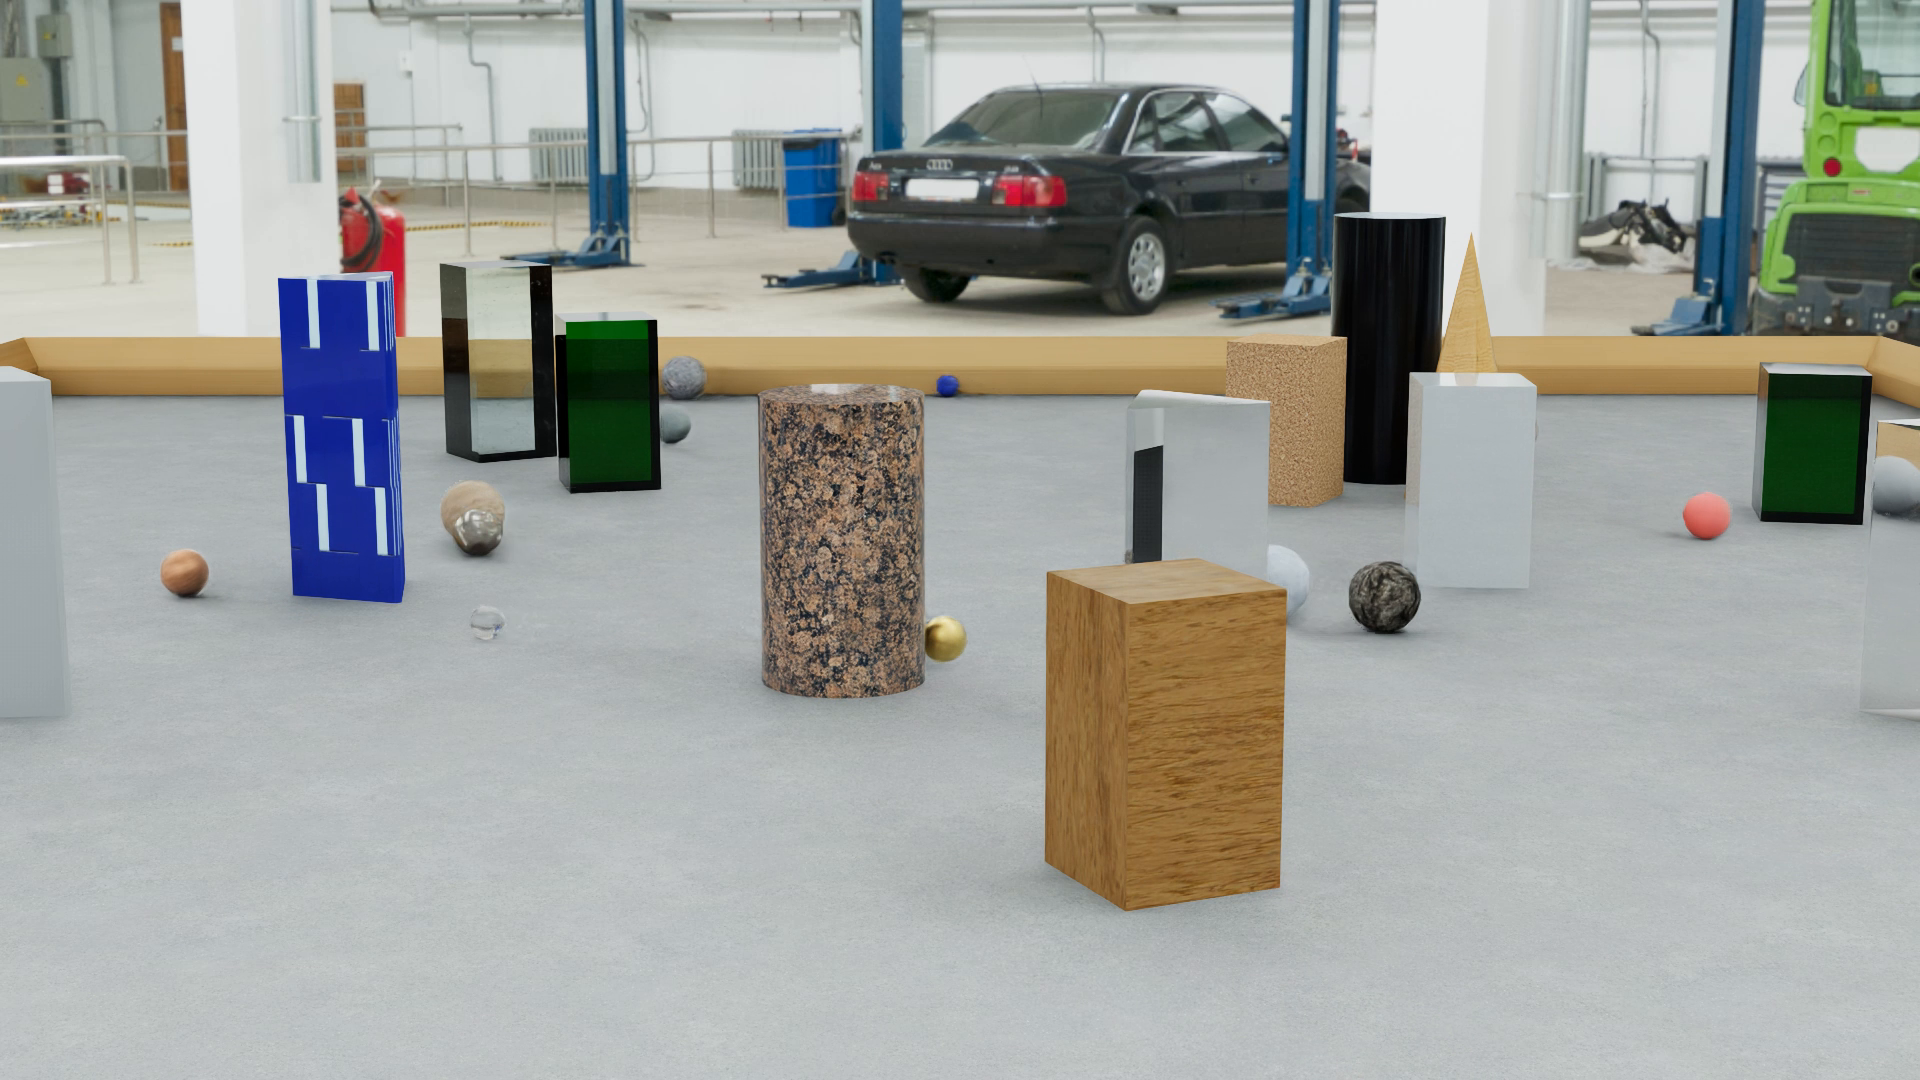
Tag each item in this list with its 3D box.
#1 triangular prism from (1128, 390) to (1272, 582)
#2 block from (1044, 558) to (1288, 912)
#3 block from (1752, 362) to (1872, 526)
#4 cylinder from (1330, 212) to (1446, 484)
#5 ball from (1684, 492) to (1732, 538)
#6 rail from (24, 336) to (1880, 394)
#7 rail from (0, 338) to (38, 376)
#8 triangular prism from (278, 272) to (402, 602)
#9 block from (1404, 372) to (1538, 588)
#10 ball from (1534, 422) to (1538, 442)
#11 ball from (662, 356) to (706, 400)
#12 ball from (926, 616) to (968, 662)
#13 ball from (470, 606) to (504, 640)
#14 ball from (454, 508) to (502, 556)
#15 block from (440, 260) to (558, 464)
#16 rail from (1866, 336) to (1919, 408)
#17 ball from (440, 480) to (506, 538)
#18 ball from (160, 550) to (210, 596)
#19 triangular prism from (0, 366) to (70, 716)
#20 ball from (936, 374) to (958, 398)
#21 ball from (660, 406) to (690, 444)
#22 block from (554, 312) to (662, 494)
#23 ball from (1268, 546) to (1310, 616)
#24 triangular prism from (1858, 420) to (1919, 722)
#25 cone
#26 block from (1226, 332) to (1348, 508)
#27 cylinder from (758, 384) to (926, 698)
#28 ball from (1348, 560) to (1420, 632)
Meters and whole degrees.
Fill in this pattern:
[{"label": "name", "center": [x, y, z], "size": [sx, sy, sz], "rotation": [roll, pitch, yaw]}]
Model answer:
[{"label": "triangular prism", "center": [0.238, 0.018, 2.897], "size": [0.170, 0.360, 0.147], "rotation": [-4, 11, -20]}, {"label": "block", "center": [0.183, 0.170, 2.312], "size": [0.157, 0.274, 0.157], "rotation": [-5, 12, -24]}, {"label": "block", "center": [1.385, -0.159, 4.179], "size": [0.157, 0.241, 0.157], "rotation": [2, 11, 11]}, {"label": "cylinder", "center": [0.756, -0.343, 4.558], "size": [0.196, 0.464, 0.196], "rotation": [0, 11, 0]}, {"label": "ball", "center": [1.162, -0.038, 3.987], "size": [0.072, 0.072, 0.072], "rotation": [0, 11, 0]}, {"label": "rail", "center": [-0.013, -0.386, 5.707], "size": [4.143, 0.127, 0.045], "rotation": [0, 11, 0]}, {"label": "rail", "center": [-2.048, 0.035, 3.437], "size": [0.045, 0.127, 4.640], "rotation": [0, 11, 0]}, {"label": "triangular prism", "center": [-0.825, -0.148, 3.571], "size": [0.170, 0.440, 0.147], "rotation": [4, 11, 19]}, {"label": "block", "center": [0.727, -0.088, 3.670], "size": [0.157, 0.286, 0.157], "rotation": [1, 11, 3]}, {"label": "ball", "center": [1.039, -0.207, 4.830], "size": [0.097, 0.097, 0.097], "rotation": [0, 11, 0]}, {"label": "ball", "center": [-0.605, -0.357, 5.638], "size": [0.097, 0.097, 0.097], "rotation": [0, 11, 0]}, {"label": "ball", "center": [-0.019, 0.121, 3.121], "size": [0.056, 0.056, 0.056], "rotation": [0, 11, 0]}, {"label": "ball", "center": [-0.606, 0.106, 3.290], "size": [0.044, 0.044, 0.044], "rotation": [0, 11, 0]}, {"label": "ball", "center": [-0.722, -0.011, 3.847], "size": [0.071, 0.071, 0.071], "rotation": [0, 11, 0]}, {"label": "block", "center": [-0.867, -0.338, 4.819], "size": [0.157, 0.359, 0.157], "rotation": [-7, 13, -33]}, {"label": "rail", "center": [2.048, 0.031, 3.461], "size": [0.045, 0.127, 4.640], "rotation": [0, 11, 0]}, {"label": "ball", "center": [-0.748, -0.043, 3.943], "size": [0.098, 0.098, 0.098], "rotation": [0, 11, 0]}, {"label": "ball", "center": [-1.075, 0.045, 3.556], "size": [0.065, 0.065, 0.065], "rotation": [0, 11, 0]}, {"label": "triangular prism", "center": [-1.101, -0.001, 2.942], "size": [0.170, 0.381, 0.147], "rotation": [-1, 11, -4]}, {"label": "ball", "center": [-0.028, -0.342, 5.686], "size": [0.050, 0.050, 0.050], "rotation": [0, 11, 0]}, {"label": "ball", "center": [-0.561, -0.224, 4.989], "size": [0.073, 0.073, 0.073], "rotation": [0, 11, 0]}, {"label": "block", "center": [-0.616, -0.243, 4.479], "size": [0.157, 0.296, 0.157], "rotation": [-3, 11, -16]}, {"label": "ball", "center": [0.416, 0.056, 3.411], "size": [0.098, 0.098, 0.098], "rotation": [0, 11, 0]}, {"label": "triangular prism", "center": [1.139, 0.032, 2.895], "size": [0.147, 0.333, 0.170], "rotation": [-10, 15, -44]}, {"label": "cone", "center": [0.853, -0.293, 4.319], "size": [0.196, 0.454, 0.196], "rotation": [0, 11, 0]}, {"label": "block", "center": [0.552, -0.206, 4.352], "size": [0.157, 0.270, 0.157], "rotation": [5, 12, 27]}, {"label": "cylinder", "center": [-0.139, -0.003, 3.050], "size": [0.196, 0.345, 0.196], "rotation": [0, 11, 0]}, {"label": "ball", "center": [0.551, 0.073, 3.331], "size": [0.093, 0.093, 0.093], "rotation": [0, 11, 0]}]
